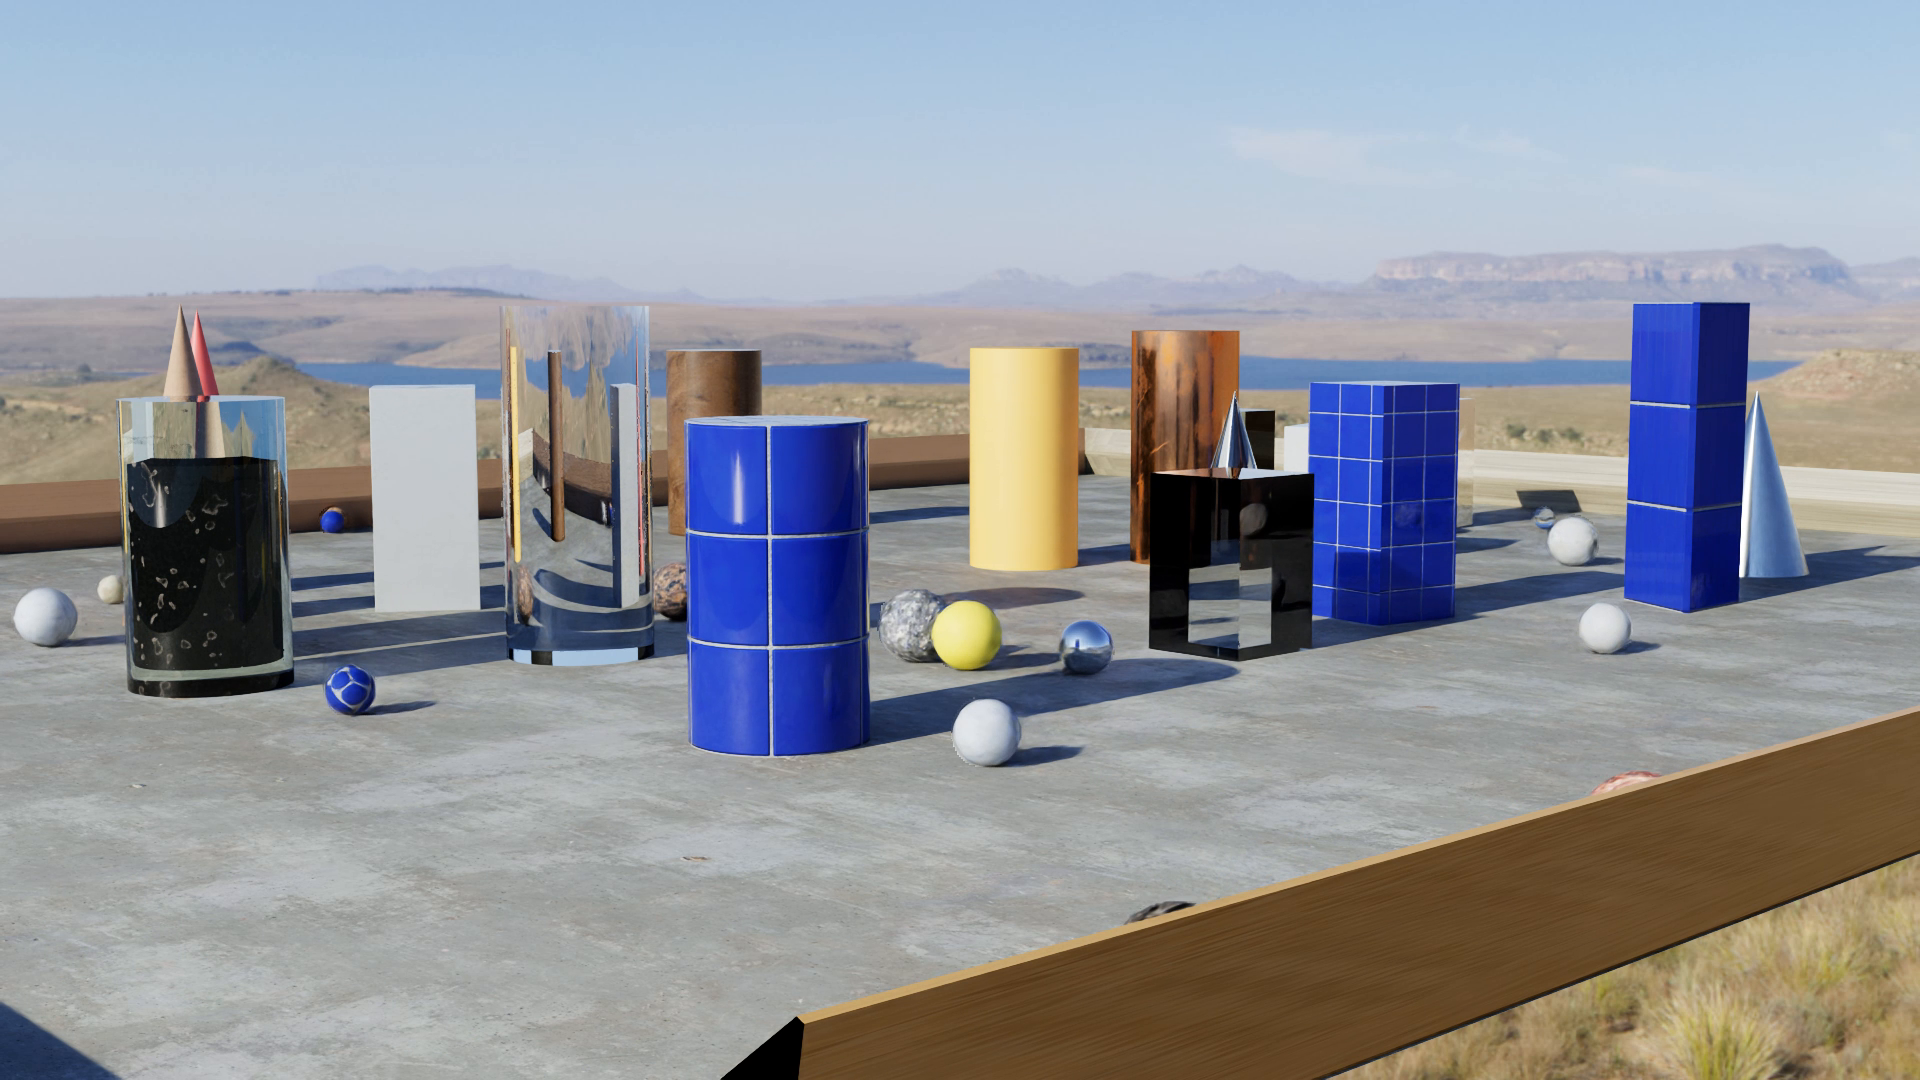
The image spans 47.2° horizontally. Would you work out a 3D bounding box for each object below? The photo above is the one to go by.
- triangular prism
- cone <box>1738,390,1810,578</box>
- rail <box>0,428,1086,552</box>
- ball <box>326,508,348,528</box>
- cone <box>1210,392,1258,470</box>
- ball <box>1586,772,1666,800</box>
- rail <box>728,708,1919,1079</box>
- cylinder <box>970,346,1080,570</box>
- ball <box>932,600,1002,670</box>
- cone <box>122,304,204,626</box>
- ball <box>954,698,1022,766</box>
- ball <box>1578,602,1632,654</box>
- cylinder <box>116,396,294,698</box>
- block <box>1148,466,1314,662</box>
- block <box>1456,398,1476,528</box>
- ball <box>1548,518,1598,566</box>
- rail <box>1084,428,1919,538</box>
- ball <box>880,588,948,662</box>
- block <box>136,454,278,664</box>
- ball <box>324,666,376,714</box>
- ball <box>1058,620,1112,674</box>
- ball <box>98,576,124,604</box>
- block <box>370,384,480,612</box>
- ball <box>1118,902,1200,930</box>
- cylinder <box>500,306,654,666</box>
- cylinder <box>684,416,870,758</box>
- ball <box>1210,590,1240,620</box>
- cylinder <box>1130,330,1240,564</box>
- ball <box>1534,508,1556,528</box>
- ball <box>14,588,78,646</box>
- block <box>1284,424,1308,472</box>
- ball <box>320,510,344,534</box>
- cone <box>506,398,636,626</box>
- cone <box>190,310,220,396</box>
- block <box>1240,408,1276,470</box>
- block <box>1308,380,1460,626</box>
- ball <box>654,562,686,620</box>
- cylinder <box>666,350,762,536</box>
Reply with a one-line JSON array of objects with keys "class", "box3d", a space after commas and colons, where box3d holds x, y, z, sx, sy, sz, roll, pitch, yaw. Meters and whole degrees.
[{"class": "triangular prism", "box3d": [1.067, -0.129, 3.290, 0.141, 0.451, 0.162, 6, 9, 45]}, {"class": "cone", "box3d": [1.340, -0.100, 3.710, 0.187, 0.307, 0.187, 0, 6, 0]}, {"class": "rail", "box3d": [-1.117, -0.096, 4.536, 3.995, 0.122, 0.045, -6, 8, -42]}, {"class": "ball", "box3d": [-1.246, -0.041, 4.384, 0.048, 0.048, 0.048, 0, 6, 0]}, {"class": "cone", "box3d": [0.432, -0.079, 3.477, 0.187, 0.313, 0.187, 0, 6, 0]}, {"class": "ball", "box3d": [0.517, 0.223, 1.671, 0.094, 0.094, 0.094, 0, 6, 0]}, {"class": "rail", "box3d": [1.117, 0.159, 2.128, 3.995, 0.122, 0.045, -6, 8, -42]}, {"class": "cylinder", "box3d": [0.111, -0.144, 3.799, 0.187, 0.374, 0.187, 0, 6, 0]}, {"class": "ball", "box3d": [0.008, 0.117, 2.705, 0.086, 0.086, 0.086, 0, 6, 0]}, {"class": "cone", "box3d": [-1.096, -0.110, 3.114, 0.187, 0.452, 0.187, 0, 6, 0]}, {"class": "ball", "box3d": [0.027, 0.187, 2.139, 0.066, 0.066, 0.066, 0, 6, 0]}, {"class": "ball", "box3d": [0.831, 0.114, 2.834, 0.066, 0.066, 0.066, 0, 6, 0]}, {"class": "cylinder", "box3d": [-0.887, 0.003, 2.588, 0.187, 0.338, 0.187, 0, 6, 0]}, {"class": "block", "box3d": [0.353, 0.028, 2.861, 0.150, 0.231, 0.150, -6, 8, -43]}, {"class": "block", "box3d": [0.941, -0.157, 4.472, 0.150, 0.260, 0.150, 5, 8, 40]}, {"class": "ball", "box3d": [1.057, 0.003, 3.792, 0.084, 0.084, 0.084, 0, 6, 0]}, {"class": "rail", "box3d": [1.451, -0.109, 4.663, 0.045, 0.122, 3.342, -6, 8, -42]}, {"class": "ball", "box3d": [-0.055, 0.107, 2.767, 0.092, 0.092, 0.092, 0, 6, 0]}, {"class": "block", "box3d": [-0.963, 0.021, 2.824, 0.150, 0.251, 0.150, -1, 6, -13]}, {"class": "ball", "box3d": [-0.667, 0.165, 2.408, 0.054, 0.054, 0.054, 0, 6, 0]}, {"class": "ball", "box3d": [0.152, 0.130, 2.673, 0.067, 0.067, 0.067, 0, 6, 0]}, {"class": "ball", "box3d": [-1.272, 0.075, 3.305, 0.044, 0.044, 0.044, 0, 6, 0]}, {"class": "block", "box3d": [-0.798, -0.066, 3.287, 0.150, 0.327, 0.150, -1, 6, -12]}, {"class": "ball", "box3d": [0.130, 0.262, 1.313, 0.091, 0.091, 0.091, 0, 6, 0]}, {"class": "cylinder", "box3d": [-0.488, -0.075, 2.808, 0.187, 0.446, 0.187, 0, 6, 0]}, {"class": "cylinder", "box3d": [-0.187, 0.042, 2.256, 0.187, 0.330, 0.187, 0, 6, 0]}, {"class": "ball", "box3d": [0.379, 0.093, 3.145, 0.042, 0.042, 0.042, 0, 6, 0]}, {"class": "cylinder", "box3d": [0.393, -0.164, 3.857, 0.187, 0.403, 0.187, 0, 6, 0]}, {"class": "ball", "box3d": [1.177, -0.043, 4.428, 0.042, 0.042, 0.042, 0, 6, 0]}, {"class": "ball", "box3d": [-1.203, 0.102, 2.893, 0.077, 0.077, 0.077, 0, 6, 0]}, {"class": "block", "box3d": [0.665, -0.082, 3.864, 0.150, 0.238, 0.150, 3, 7, 27]}, {"class": "ball", "box3d": [-1.238, -0.035, 4.336, 0.046, 0.046, 0.046, 0, 6, 0]}, {"class": "cone", "box3d": [-0.563, -0.047, 3.165, 0.187, 0.316, 0.187, 0, 6, 0]}, {"class": "cone", "box3d": [-1.179, -0.138, 3.421, 0.187, 0.442, 0.187, 0, 6, 0]}, {"class": "block", "box3d": [0.510, -0.133, 4.315, 0.150, 0.245, 0.150, -5, 8, -37]}, {"class": "block", "box3d": [0.607, -0.058, 3.168, 0.150, 0.336, 0.150, -4, 7, -34]}, {"class": "ball", "box3d": [-0.403, 0.073, 3.139, 0.083, 0.083, 0.083, 0, 6, 0]}, {"class": "cylinder", "box3d": [-0.484, -0.194, 4.342, 0.187, 0.361, 0.187, 0, 6, 0]}]
